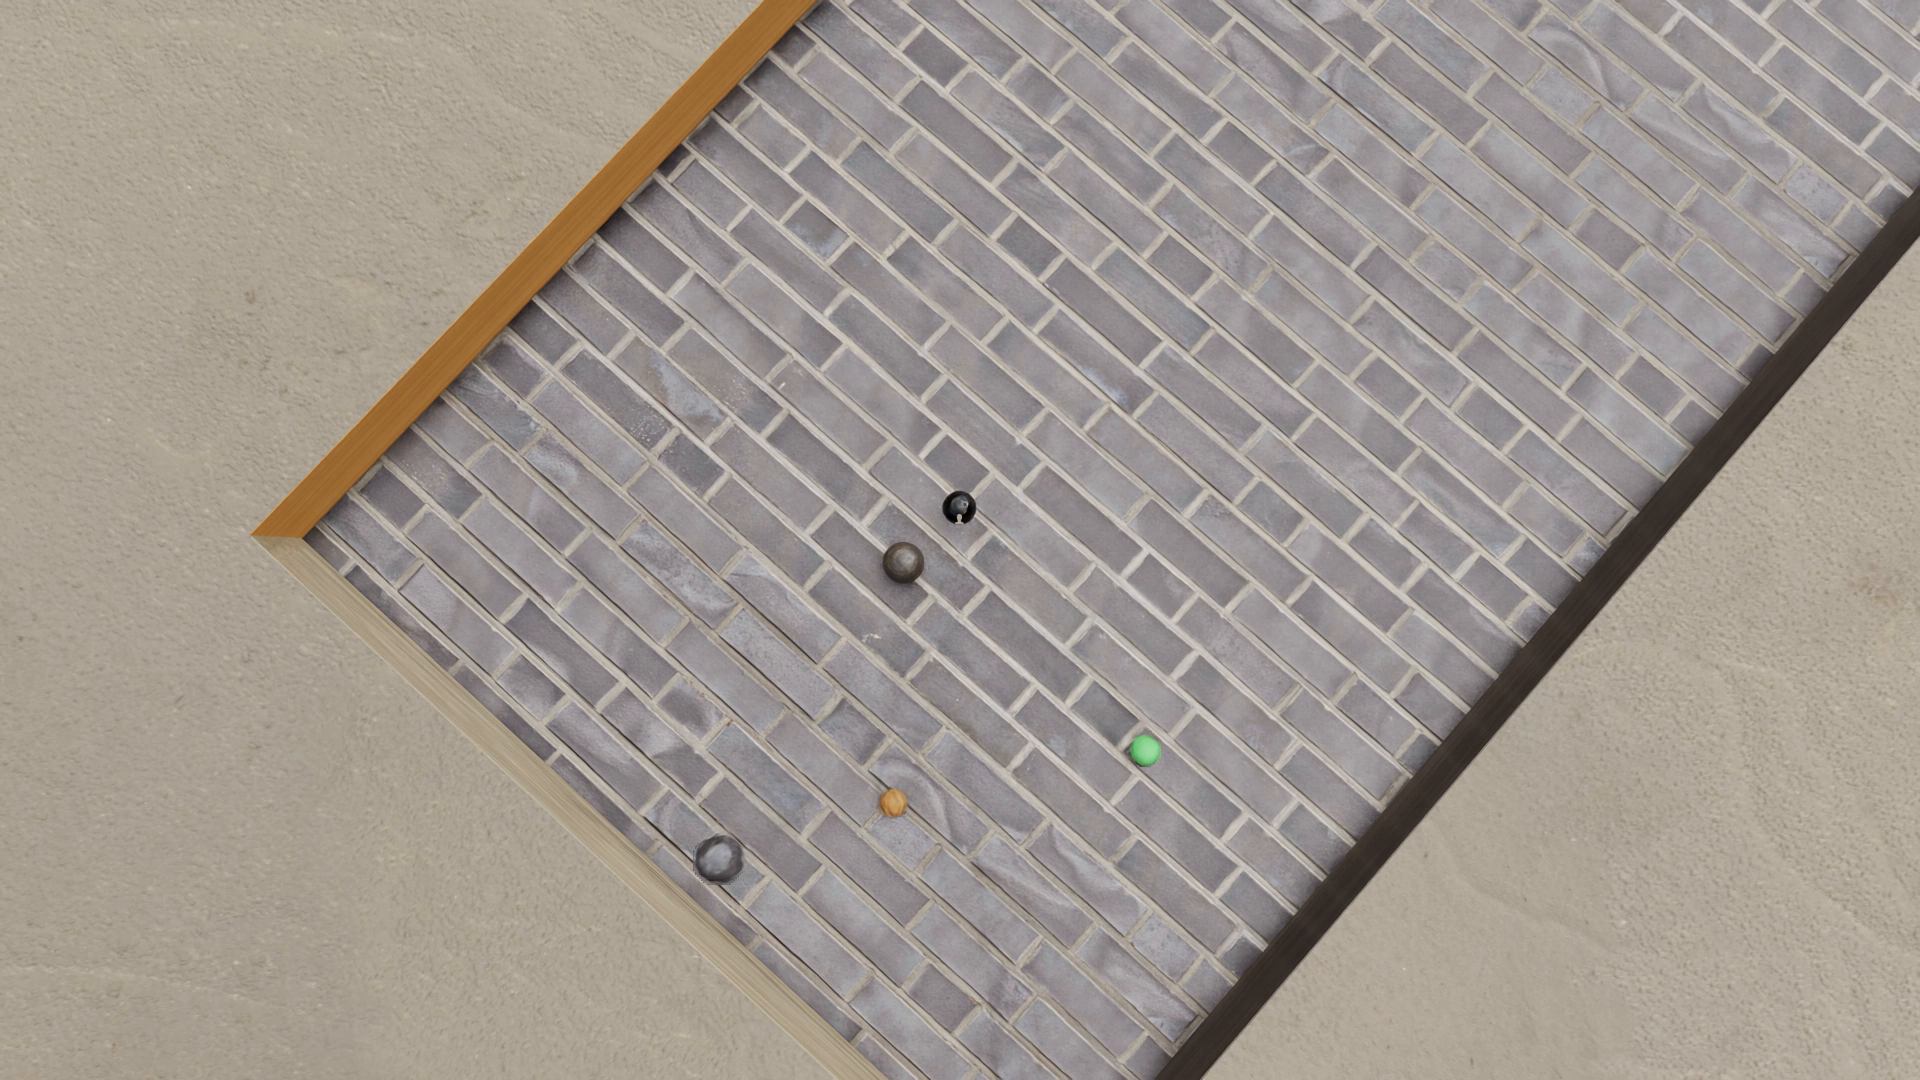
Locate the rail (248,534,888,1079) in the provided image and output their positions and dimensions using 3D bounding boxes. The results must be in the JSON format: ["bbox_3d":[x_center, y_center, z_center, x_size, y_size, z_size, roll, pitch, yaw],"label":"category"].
[{"bbox_3d":[-0.449,0.493,3.184,1.549,0.093,0.045,41,83,6],"label":"rail"}]

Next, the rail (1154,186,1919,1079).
[{"bbox_3d":[1.025,-0.023,3.270,0.045,0.093,2.792,41,83,6],"label":"rail"}]

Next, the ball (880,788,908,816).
[{"bbox_3d":[-0.098,0.385,3.229,0.041,0.041,0.041,0,80,0],"label":"ball"}]

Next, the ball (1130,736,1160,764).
[{"bbox_3d":[0.273,0.310,3.240,0.043,0.043,0.043,0,80,0],"label":"ball"}]

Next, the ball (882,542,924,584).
[{"bbox_3d":[-0.084,0.034,3.277,0.063,0.063,0.063,0,80,0],"label":"ball"}]

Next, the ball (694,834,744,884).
[{"bbox_3d":[-0.350,0.465,3.200,0.072,0.072,0.072,0,80,0],"label":"ball"}]

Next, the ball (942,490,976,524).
[{"bbox_3d":[-0.001,-0.048,3.296,0.052,0.052,0.052,0,80,0],"label":"ball"}]

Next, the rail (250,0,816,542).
[{"bbox_3d":[-0.094,-1.010,3.436,0.045,0.093,2.792,41,83,6],"label":"rail"}]
